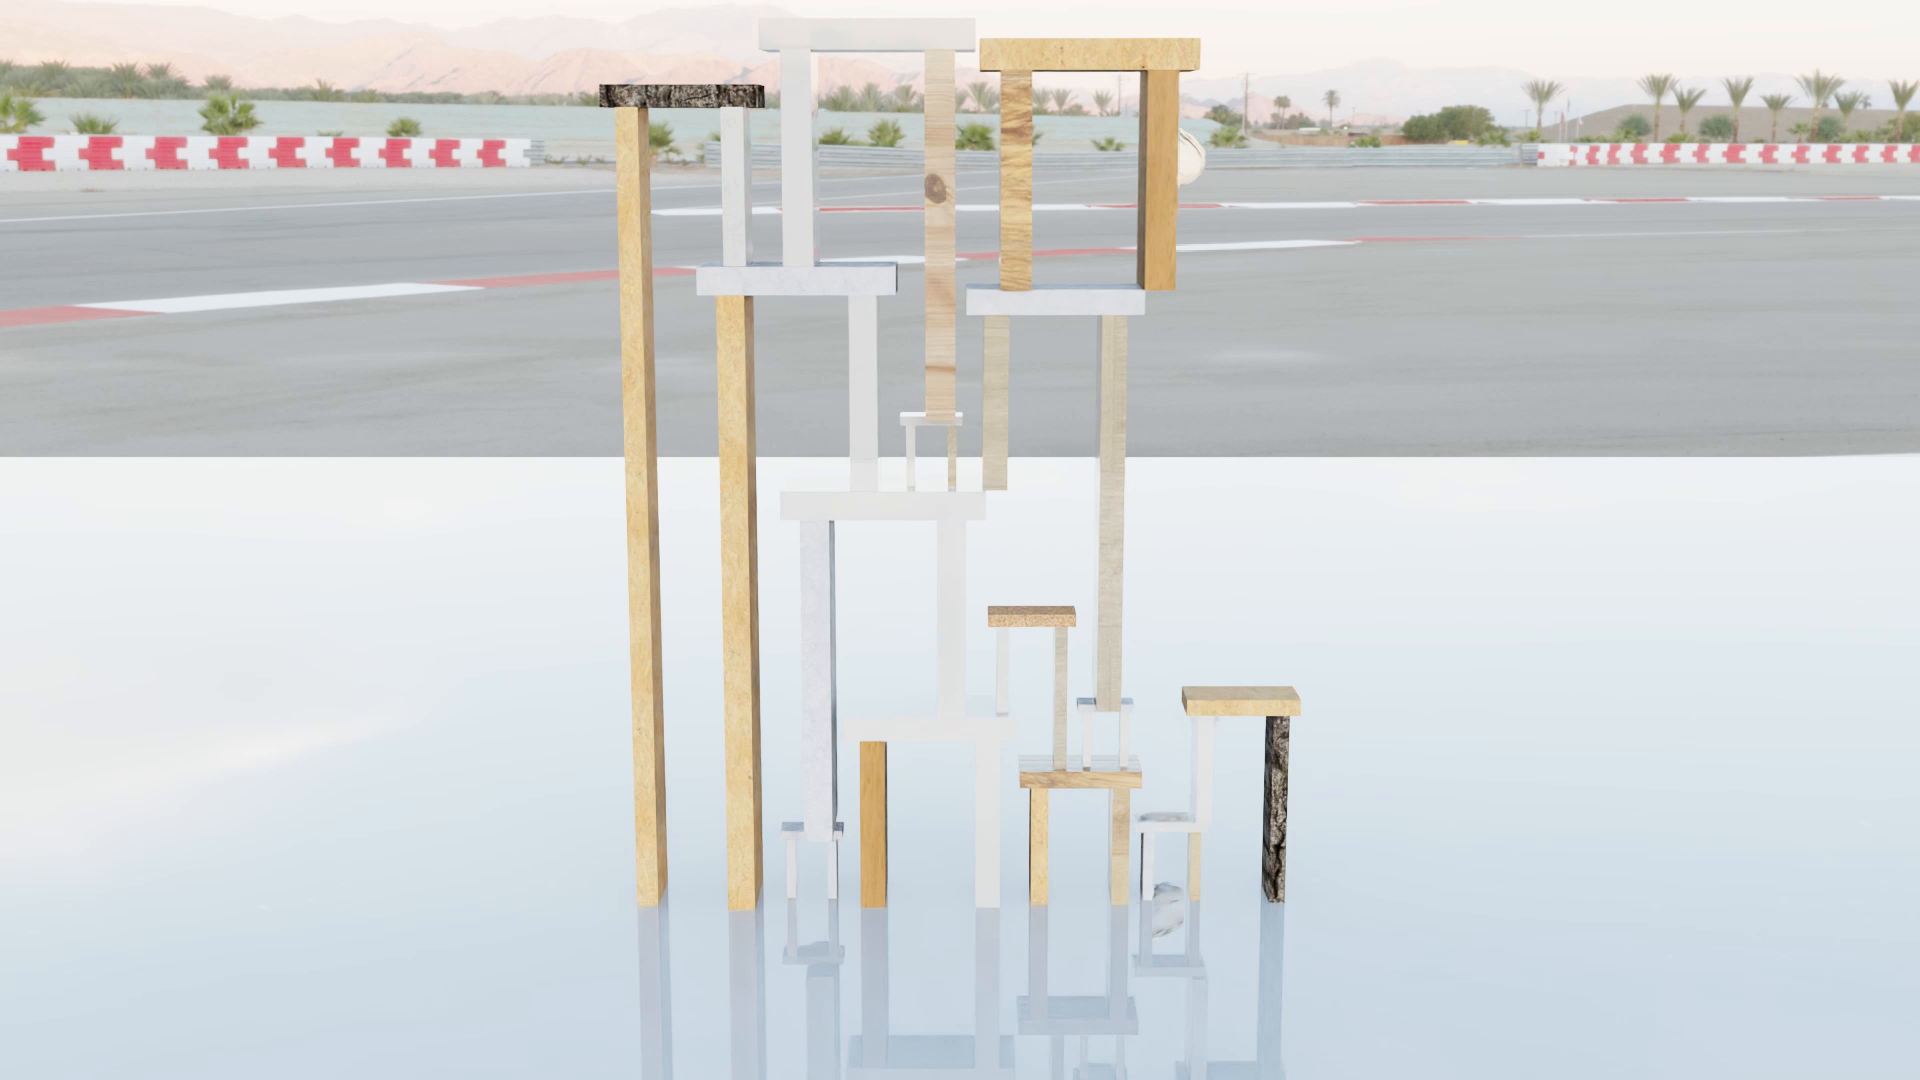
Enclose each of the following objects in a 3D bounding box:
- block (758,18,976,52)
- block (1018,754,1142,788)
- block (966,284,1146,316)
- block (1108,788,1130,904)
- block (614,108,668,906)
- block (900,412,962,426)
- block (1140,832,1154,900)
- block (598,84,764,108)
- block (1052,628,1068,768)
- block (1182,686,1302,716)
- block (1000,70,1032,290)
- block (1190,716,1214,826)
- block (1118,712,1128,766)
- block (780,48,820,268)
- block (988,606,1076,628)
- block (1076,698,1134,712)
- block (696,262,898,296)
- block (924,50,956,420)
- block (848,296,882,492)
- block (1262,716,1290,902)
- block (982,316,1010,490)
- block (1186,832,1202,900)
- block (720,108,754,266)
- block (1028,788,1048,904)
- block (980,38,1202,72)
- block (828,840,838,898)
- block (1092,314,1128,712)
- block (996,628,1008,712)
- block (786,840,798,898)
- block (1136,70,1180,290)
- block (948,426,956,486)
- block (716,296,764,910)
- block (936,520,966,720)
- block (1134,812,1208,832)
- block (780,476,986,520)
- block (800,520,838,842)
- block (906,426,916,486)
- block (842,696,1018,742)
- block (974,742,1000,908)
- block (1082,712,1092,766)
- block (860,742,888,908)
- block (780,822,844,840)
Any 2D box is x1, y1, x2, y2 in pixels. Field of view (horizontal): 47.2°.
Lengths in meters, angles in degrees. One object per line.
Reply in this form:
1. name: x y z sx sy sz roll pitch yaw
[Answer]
1. block: -0.140 -0.783 3.416 0.329 0.047 0.165 0 11 0
2. block: 0.197 0.381 3.626 0.199 0.028 0.099 0 11 0
3. block: 0.149 -0.382 3.488 0.277 0.039 0.139 0 11 0
4. block: 0.263 0.493 3.646 0.028 0.199 0.099 0 11 0
5. block: -0.512 -0.043 3.551 0.034 1.287 0.122 0 11 0
6. block: -0.046 -0.194 3.520 0.099 0.014 0.049 0 11 0
7. block: 0.311 0.533 3.655 0.017 0.117 0.059 0 11 0
8. block: -0.431 -0.692 3.431 0.243 0.034 0.121 0 11 0
9. block: 0.164 0.250 3.606 0.020 0.237 0.071 0 11 0
10. block: 0.461 0.264 3.610 0.184 0.026 0.092 0 11 0
11. block: 0.087 -0.565 3.448 0.047 0.334 0.167 0 11 0
12. block: 0.399 0.368 3.629 0.026 0.185 0.092 0 11 0
13. block: 0.269 0.322 3.618 0.013 0.092 0.046 0 10 0
14. block: -0.250 -0.599 3.451 0.047 0.329 0.165 0 11 0
15. block: 0.117 0.124 3.582 0.142 0.020 0.071 0 11 0
16. block: 0.238 0.270 3.608 0.092 0.013 0.046 0 11 0
17. block: -0.254 -0.415 3.481 0.308 0.044 0.154 0 11 0
18. block: -0.030 -0.481 3.472 0.047 0.568 0.165 0 11 0
19. block: -0.151 -0.242 3.513 0.044 0.308 0.154 0 11 0
20. block: 0.522 0.433 3.641 0.026 0.318 0.092 0 11 0
21. block: 0.056 -0.227 3.518 0.039 0.277 0.139 0 11 0
22. block: 0.389 0.533 3.655 0.017 0.117 0.059 0 11 0
23. block: -0.350 -0.556 3.456 0.034 0.243 0.121 0 11 0
24. block: 0.130 0.493 3.646 0.028 0.199 0.099 0 11 0
25. block: 0.198 -0.752 3.413 0.334 0.047 0.167 0 11 0
26. block: -0.211 0.540 3.662 0.014 0.102 0.051 0 11 0
27. block: 0.241 -0.050 3.550 0.039 0.638 0.139 0 11 0
28. block: 0.069 0.204 3.597 0.020 0.142 0.071 0 11 0
29. block: -0.279 0.539 3.662 0.014 0.102 0.051 0 10 0
30. block: 0.309 -0.565 3.447 0.047 0.334 0.167 0 11 0
31. block: -0.013 -0.139 3.530 0.014 0.099 0.050 0 11 0
32. block: -0.357 0.098 3.577 0.044 1.000 0.154 0 11 0
33. block: -0.014 0.113 3.584 0.046 0.325 0.162 0 11 0
34. block: 0.349 0.467 3.643 0.117 0.017 0.059 0 11 0
35. block: -0.122 -0.069 3.550 0.325 0.046 0.162 0 11 0
36. block: -0.230 0.215 3.603 0.046 0.530 0.162 0 11 0
37. block: -0.078 -0.139 3.530 0.014 0.099 0.049 0 10 0
38. block: -0.049 0.293 3.618 0.282 0.040 0.141 0 11 0
39. block: 0.045 0.451 3.647 0.040 0.282 0.141 0 11 0
40. block: 0.208 0.322 3.618 0.013 0.092 0.046 0 11 0
41. block: -0.143 0.451 3.647 0.040 0.282 0.141 0 11 0
42. block: -0.245 0.483 3.652 0.102 0.014 0.051 0 11 0
